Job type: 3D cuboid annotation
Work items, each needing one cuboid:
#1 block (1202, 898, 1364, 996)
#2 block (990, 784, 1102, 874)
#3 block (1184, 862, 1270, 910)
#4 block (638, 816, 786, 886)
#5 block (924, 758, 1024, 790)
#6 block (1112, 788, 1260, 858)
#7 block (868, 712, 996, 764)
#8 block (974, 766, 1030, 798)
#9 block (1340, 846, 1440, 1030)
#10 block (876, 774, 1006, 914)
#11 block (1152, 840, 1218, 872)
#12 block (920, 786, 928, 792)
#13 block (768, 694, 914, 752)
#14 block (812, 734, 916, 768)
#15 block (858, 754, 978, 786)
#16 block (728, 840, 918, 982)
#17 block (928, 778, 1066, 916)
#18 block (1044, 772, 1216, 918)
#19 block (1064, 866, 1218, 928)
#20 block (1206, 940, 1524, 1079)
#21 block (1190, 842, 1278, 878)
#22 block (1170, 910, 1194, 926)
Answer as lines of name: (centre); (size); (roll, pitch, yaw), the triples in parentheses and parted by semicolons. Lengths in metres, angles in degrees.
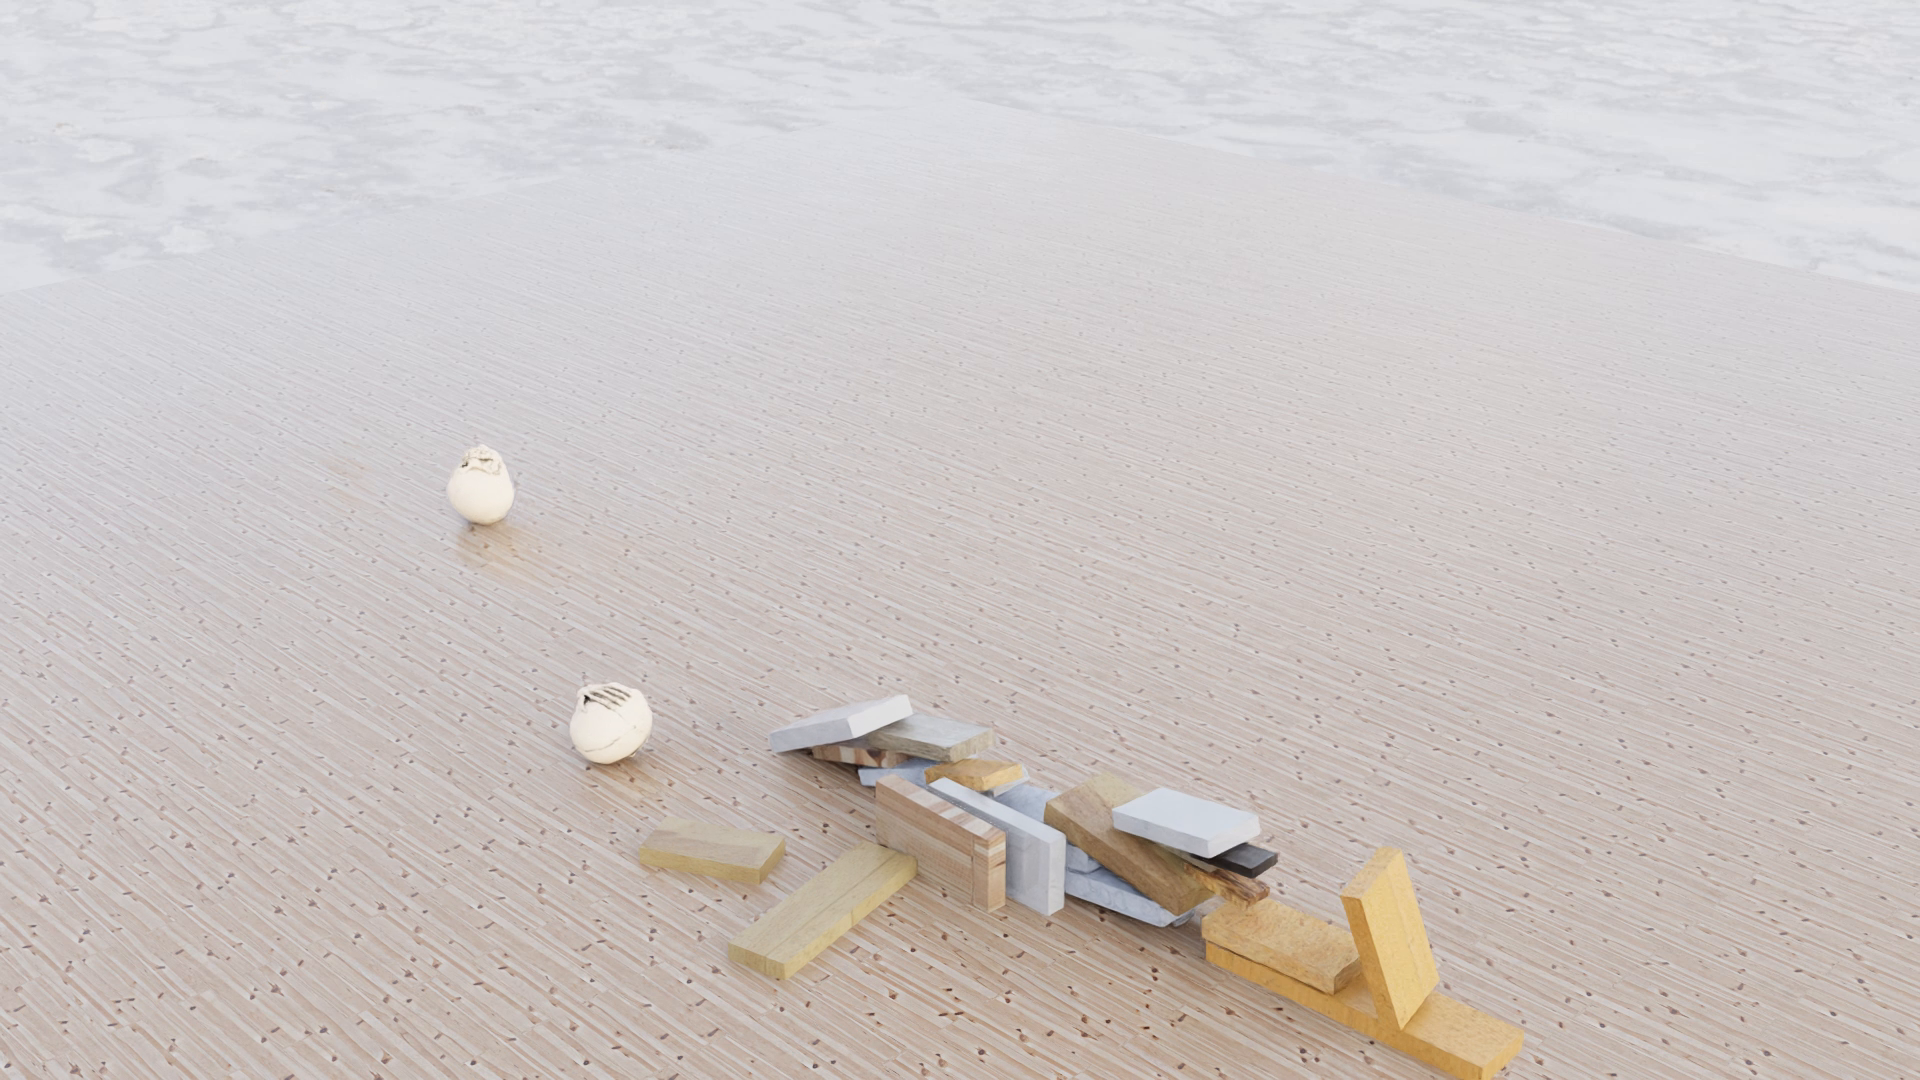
block: (0.585, 0.714, 3.923); (0.276, 0.039, 0.138); (19, 28, 37)
block: (0.177, 0.555, 4.269); (0.342, 0.048, 0.171); (9, 23, 45)
block: (0.479, 0.610, 3.952); (0.071, 0.020, 0.142); (-21, 37, -39)
block: (-0.483, 0.605, 4.289); (0.254, 0.036, 0.127); (8, 24, 17)
block: (0.026, 0.458, 4.304); (0.096, 0.027, 0.192); (-15, 8, -35)
block: (0.409, 0.513, 4.004); (0.127, 0.036, 0.254); (-19, 18, -34)
block: (-0.059, 0.401, 4.472); (0.124, 0.035, 0.247); (-20, 18, -40)
block: (0.046, 0.501, 4.382); (0.096, 0.027, 0.192); (-22, -4, -38)
block: (0.725, 0.670, 3.701); (0.039, 0.276, 0.138); (3, 32, 43)
block: (-0.040, 0.577, 4.201); (0.044, 0.157, 0.314); (-21, 31, -39)
block: (0.426, 0.556, 4.002); (0.071, 0.020, 0.142); (-20, 31, -38)
block: (-0.048, 0.496, 4.451); (0.096, 0.027, 0.192); (-18, 5, -28)
block: (-0.253, 0.385, 4.611); (0.157, 0.044, 0.314); (-20, 2, -37)
block: (-0.186, 0.431, 4.610); (0.124, 0.035, 0.247); (-20, 13, -40)
block: (-0.085, 0.466, 4.500); (0.124, 0.035, 0.247); (-19, 7, -38)
block: (-0.250, 0.685, 4.101); (0.127, 0.036, 0.425); (14, 27, 30)
block: (0.067, 0.582, 4.189); (0.314, 0.157, 0.044); (21, 30, 40)
block: (0.337, 0.560, 4.085); (0.171, 0.048, 0.342); (-21, 39, -39)
block: (0.306, 0.630, 4.151); (0.171, 0.048, 0.342); (-21, 23, -40)
block: (0.698, 0.793, 3.841); (0.559, 0.039, 0.138); (19, 30, 38)
block: (0.486, 0.561, 3.918); (0.142, 0.020, 0.071); (14, 27, 43)
block: (0.385, 0.683, 4.100); (0.047, 0.013, 0.095); (-21, 37, -40)
